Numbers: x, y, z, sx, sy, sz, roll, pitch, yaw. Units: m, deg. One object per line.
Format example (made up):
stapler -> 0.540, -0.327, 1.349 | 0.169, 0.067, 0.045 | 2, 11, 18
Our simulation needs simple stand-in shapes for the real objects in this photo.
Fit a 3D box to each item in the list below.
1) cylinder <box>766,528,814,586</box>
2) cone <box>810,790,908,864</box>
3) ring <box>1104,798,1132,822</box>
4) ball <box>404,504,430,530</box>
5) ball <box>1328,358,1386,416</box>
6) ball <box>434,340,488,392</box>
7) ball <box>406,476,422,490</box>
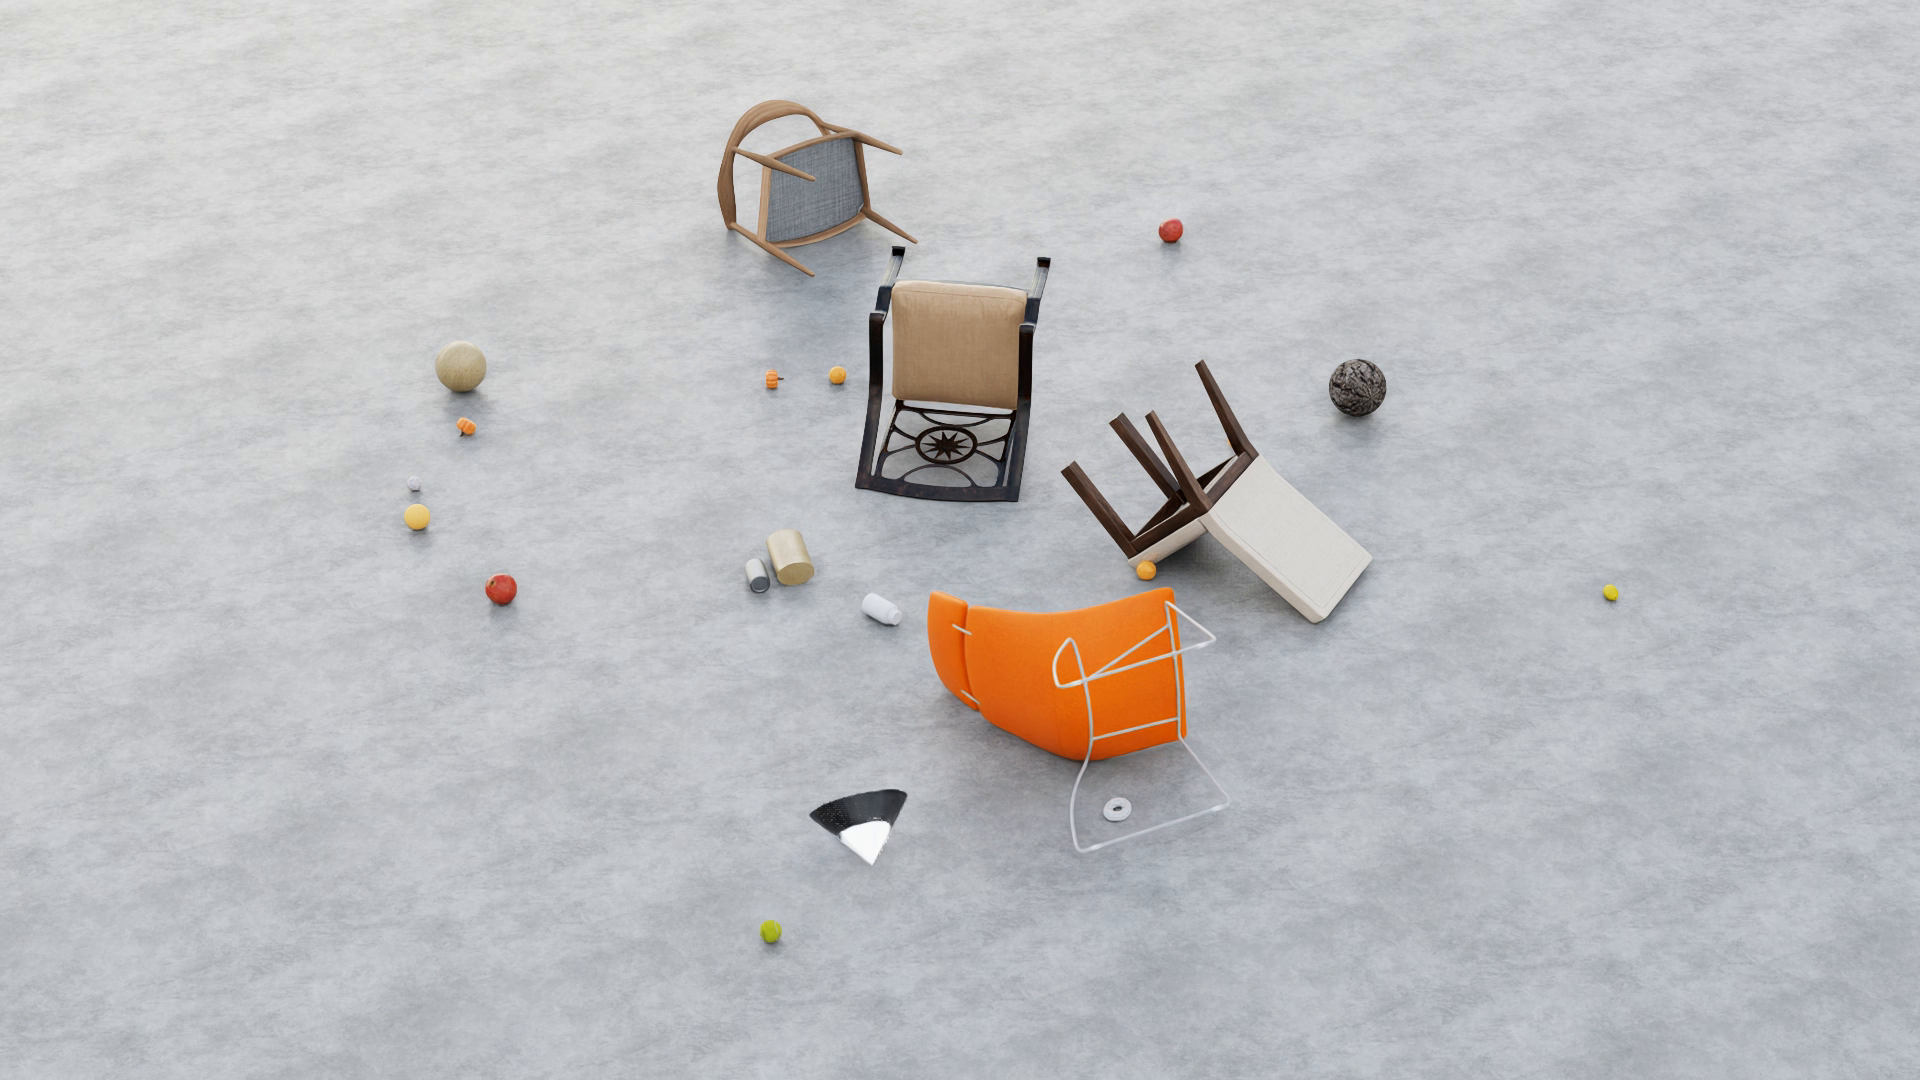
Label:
cylinder -> -0.624, 0.061, 10.764 | 0.139, 0.096, 0.230 | -11, 36, -9
cone -> -0.303, 0.947, 9.407 | 0.325, 0.257, 0.202 | -12, 68, -5
ring -> 0.515, 0.880, 9.583 | 0.089, 0.029, 0.116 | 12, 34, 19
ball -> -2.034, -0.087, 10.988 | 0.097, 0.097, 0.097 | 0, 33, 0
ball -> 1.581, -0.606, 11.655 | 0.230, 0.230, 0.230 | 0, 33, 0
ball -> -2.011, -0.701, 11.819 | 0.208, 0.208, 0.208 | 0, 33, 0
ball -> -2.088, -0.217, 11.222 | 0.057, 0.057, 0.057 | 0, 33, 0
